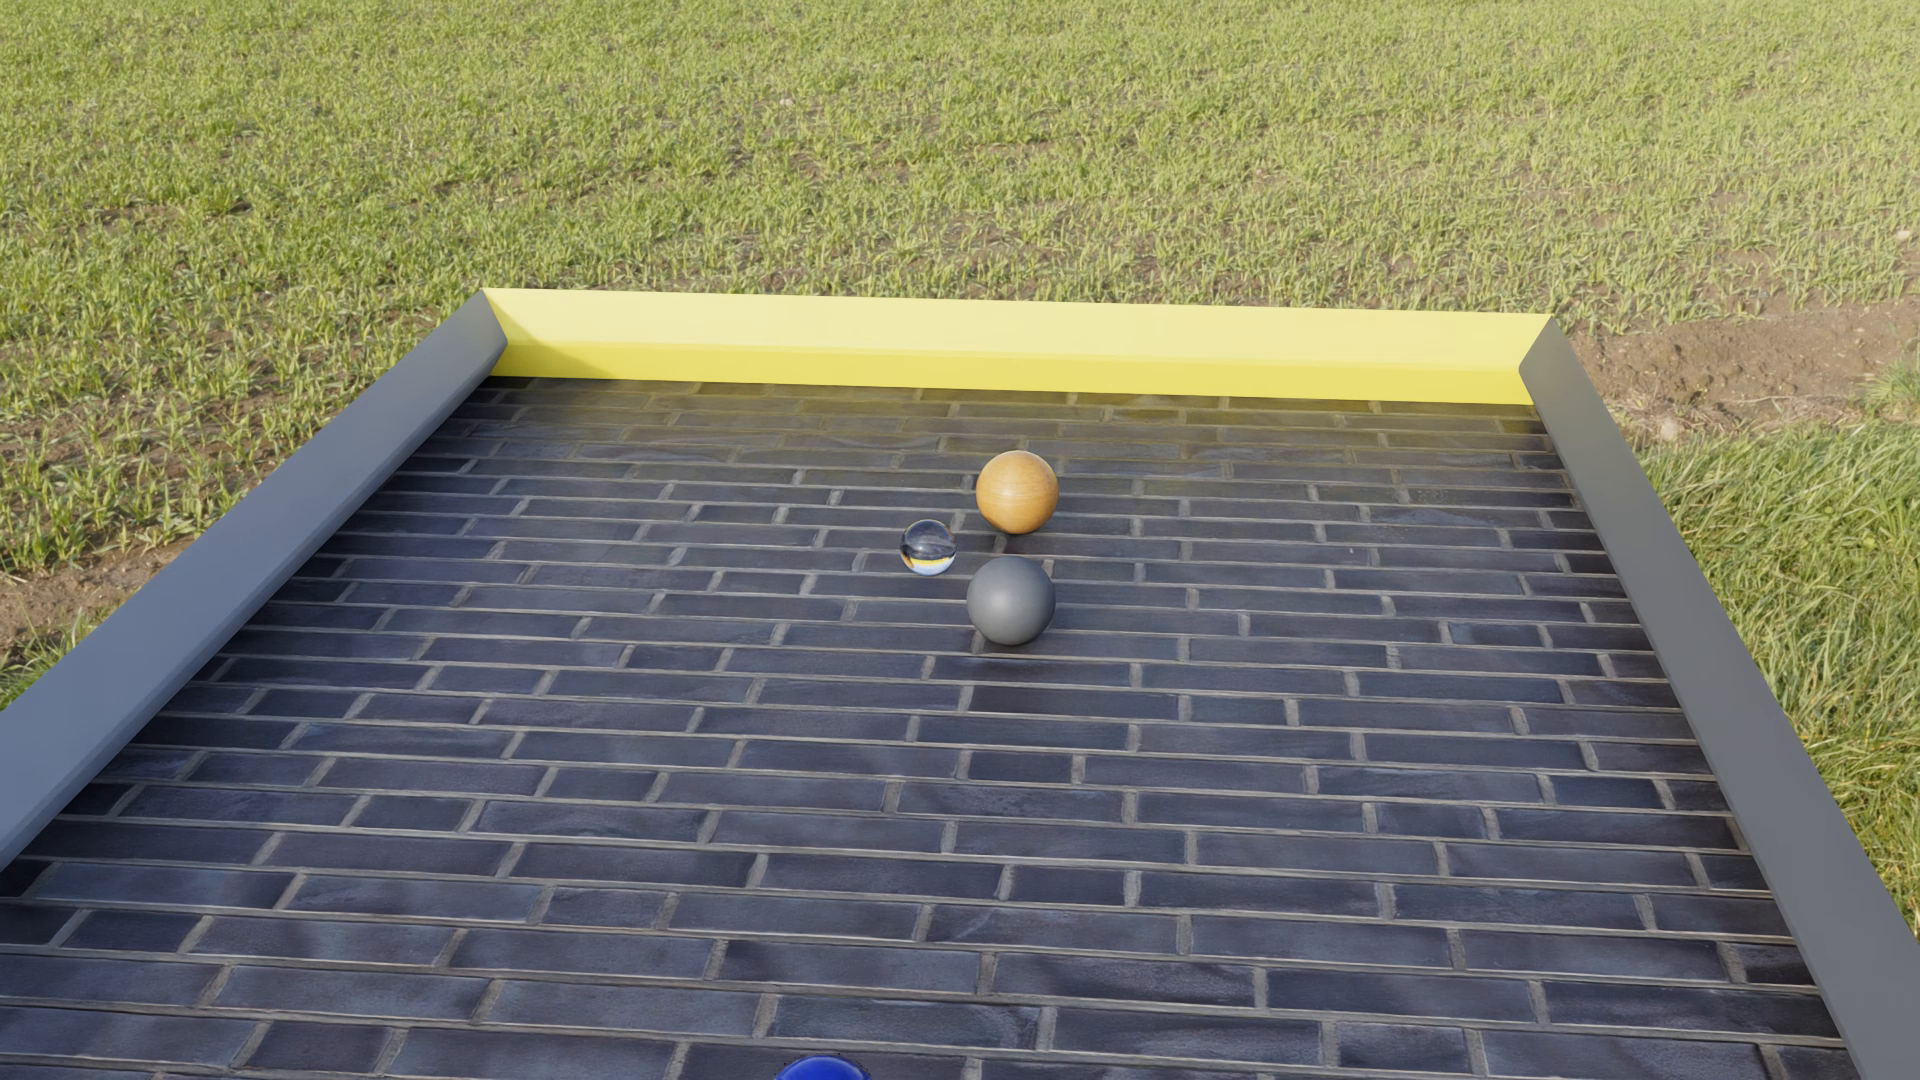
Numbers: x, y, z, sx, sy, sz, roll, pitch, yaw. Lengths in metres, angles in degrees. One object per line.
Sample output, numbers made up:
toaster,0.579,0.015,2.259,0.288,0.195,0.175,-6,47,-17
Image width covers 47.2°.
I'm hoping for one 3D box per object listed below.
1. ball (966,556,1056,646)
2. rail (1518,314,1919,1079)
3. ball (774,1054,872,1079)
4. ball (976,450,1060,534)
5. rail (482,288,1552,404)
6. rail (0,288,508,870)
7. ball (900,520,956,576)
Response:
ball,0.051,0.060,2.181,0.089,0.089,0.089,0,22,0
rail,0.628,0.245,1.664,0.045,0.122,2.645,2,22,5
ball,-0.088,0.370,1.408,0.079,0.079,0.079,0,22,0
ball,0.064,-0.053,2.462,0.094,0.094,0.094,0,22,0
rail,0.059,-0.253,2.927,1.431,0.122,0.045,2,22,5
rail,-0.750,0.198,1.783,0.045,0.122,2.645,2,22,5
ball,-0.034,0.008,2.352,0.061,0.061,0.061,0,22,0
